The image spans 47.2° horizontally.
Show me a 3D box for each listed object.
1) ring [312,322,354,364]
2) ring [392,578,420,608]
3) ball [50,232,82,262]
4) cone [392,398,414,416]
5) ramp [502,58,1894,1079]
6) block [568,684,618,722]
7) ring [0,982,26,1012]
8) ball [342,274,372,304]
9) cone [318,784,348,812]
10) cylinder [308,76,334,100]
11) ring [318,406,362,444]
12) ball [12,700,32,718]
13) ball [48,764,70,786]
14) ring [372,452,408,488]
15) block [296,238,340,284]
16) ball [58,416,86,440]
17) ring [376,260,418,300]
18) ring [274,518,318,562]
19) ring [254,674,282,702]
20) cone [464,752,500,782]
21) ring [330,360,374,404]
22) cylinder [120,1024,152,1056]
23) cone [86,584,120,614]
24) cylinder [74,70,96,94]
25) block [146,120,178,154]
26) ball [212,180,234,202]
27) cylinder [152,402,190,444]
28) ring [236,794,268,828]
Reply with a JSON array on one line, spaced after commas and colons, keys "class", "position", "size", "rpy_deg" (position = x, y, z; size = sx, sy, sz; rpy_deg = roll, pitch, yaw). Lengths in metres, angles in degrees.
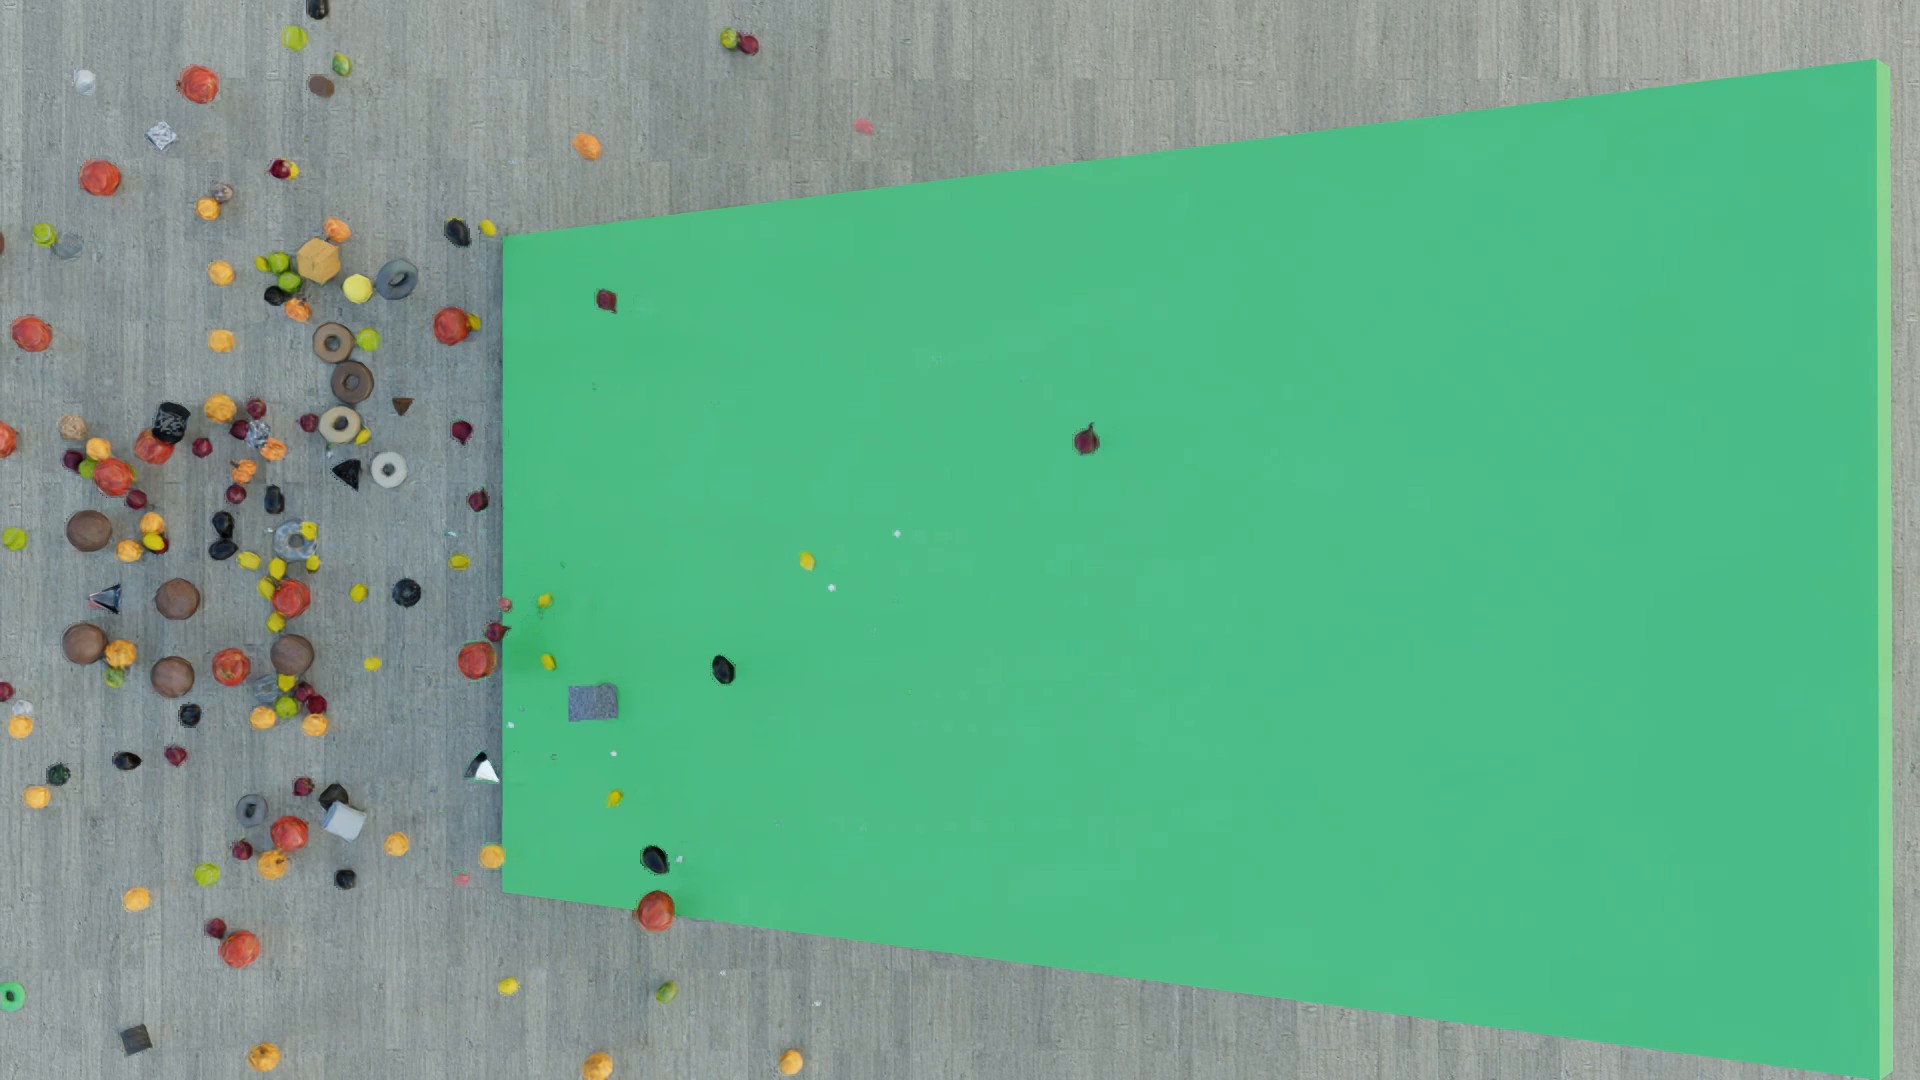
[{"class": "ring", "position": [-1.934, -0.608, 6.777], "size": [0.127, 0.042, 0.127], "rpy_deg": [0, 91, 0]}, {"class": "ring", "position": [-1.705, 0.163, 6.779], "size": [0.087, 0.029, 0.087], "rpy_deg": [0, 89, 1]}, {"class": "ball", "position": [-2.744, -0.902, 6.755], "size": [0.092, 0.092, 0.092], "rpy_deg": [0, 90, 0]}, {"class": "cone", "position": [-1.709, -0.424, 6.783], "size": [0.064, 0.064, 0.064], "rpy_deg": [-33, 90, -27]}, {"class": "ramp", "position": [0.231, 0.065, 5.549], "size": [4.000, 0.100, 2.000], "rpy_deg": [0, 89, 37]}, {"class": "block", "position": [-1.069, 0.474, 6.401], "size": [0.100, 0.100, 0.100], "rpy_deg": [-6, 86, 37]}, {"class": "ring", "position": [-2.923, 1.405, 6.768], "size": [0.094, 0.031, 0.094], "rpy_deg": [0, 91, 4]}, {"class": "ball", "position": [-1.851, -0.772, 6.756], "size": [0.087, 0.087, 0.087], "rpy_deg": [0, 90, 0]}, {"class": "cone", "position": [-1.939, 0.795, 6.730], "size": [0.093, 0.093, 0.093], "rpy_deg": [-2, 84, 17]}, {"class": "cylinder", "position": [-1.961, -1.392, 6.756], "size": [0.060, 0.060, 0.060], "rpy_deg": [0, 88, 3]}, {"class": "ring", "position": [-1.905, -0.355, 6.759], "size": [0.130, 0.043, 0.130], "rpy_deg": [1, 68, -2]}, {"class": "ball", "position": [-2.883, 0.520, 6.762], "size": [0.056, 0.056, 0.056], "rpy_deg": [0, 90, 0]}, {"class": "ball", "position": [-2.769, 0.722, 6.757], "size": [0.065, 0.065, 0.065], "rpy_deg": [0, 90, 0]}, {"class": "ring", "position": [-1.759, -0.218, 6.777], "size": [0.113, 0.038, 0.113], "rpy_deg": [0, 88, 1]}, {"class": "block", "position": [-1.961, -0.854, 6.722], "size": [0.087, 0.087, 0.087], "rpy_deg": [23, 47, 13]}, {"class": "ball", "position": [-2.728, -0.344, 6.757], "size": [0.079, 0.079, 0.079], "rpy_deg": [0, 90, 0]}, {"class": "ring", "position": [-1.719, -0.796, 6.718], "size": [0.141, 0.141, 0.047], "rpy_deg": [-44, 58, 0]}, {"class": "ring", "position": [-2.045, 0.002, 6.772], "size": [0.137, 0.046, 0.137], "rpy_deg": [0, 90, 0]}, {"class": "ring", "position": [-2.134, 0.458, 6.777], "size": [0.088, 0.029, 0.088], "rpy_deg": [0, 91, 0]}, {"class": "cone", "position": [-1.445, 0.713, 6.719], "size": [0.096, 0.096, 0.096], "rpy_deg": [33, 90, 6]}, {"class": "ring", "position": [-1.873, -0.486, 6.776], "size": [0.134, 0.045, 0.134], "rpy_deg": [0, 89, 1]}, {"class": "cylinder", "position": [-2.526, 1.532, 6.739], "size": [0.075, 0.075, 0.075], "rpy_deg": [-21, 84, 0]}, {"class": "cone", "position": [-2.626, 0.177, 6.732], "size": [0.096, 0.096, 0.096], "rpy_deg": [5, 90, -18]}, {"class": "cylinder", "position": [-2.684, -1.405, 6.745], "size": [0.053, 0.053, 0.053], "rpy_deg": [-8, 58, 0]}, {"class": "block", "position": [-2.438, -1.233, 6.726], "size": [0.064, 0.064, 0.064], "rpy_deg": [-43, 99, -14]}, {"class": "ball", "position": [-2.268, -1.071, 6.762], "size": [0.066, 0.066, 0.066], "rpy_deg": [0, 90, 0]}, {"class": "cylinder", "position": [-2.403, -0.357, 6.698], "size": [0.090, 0.090, 0.090], "rpy_deg": [26, 114, 0]}, {"class": "ring", "position": [-2.178, 0.831, 6.760], "size": [0.104, 0.035, 0.104], "rpy_deg": [-4, 74, 15]}]
